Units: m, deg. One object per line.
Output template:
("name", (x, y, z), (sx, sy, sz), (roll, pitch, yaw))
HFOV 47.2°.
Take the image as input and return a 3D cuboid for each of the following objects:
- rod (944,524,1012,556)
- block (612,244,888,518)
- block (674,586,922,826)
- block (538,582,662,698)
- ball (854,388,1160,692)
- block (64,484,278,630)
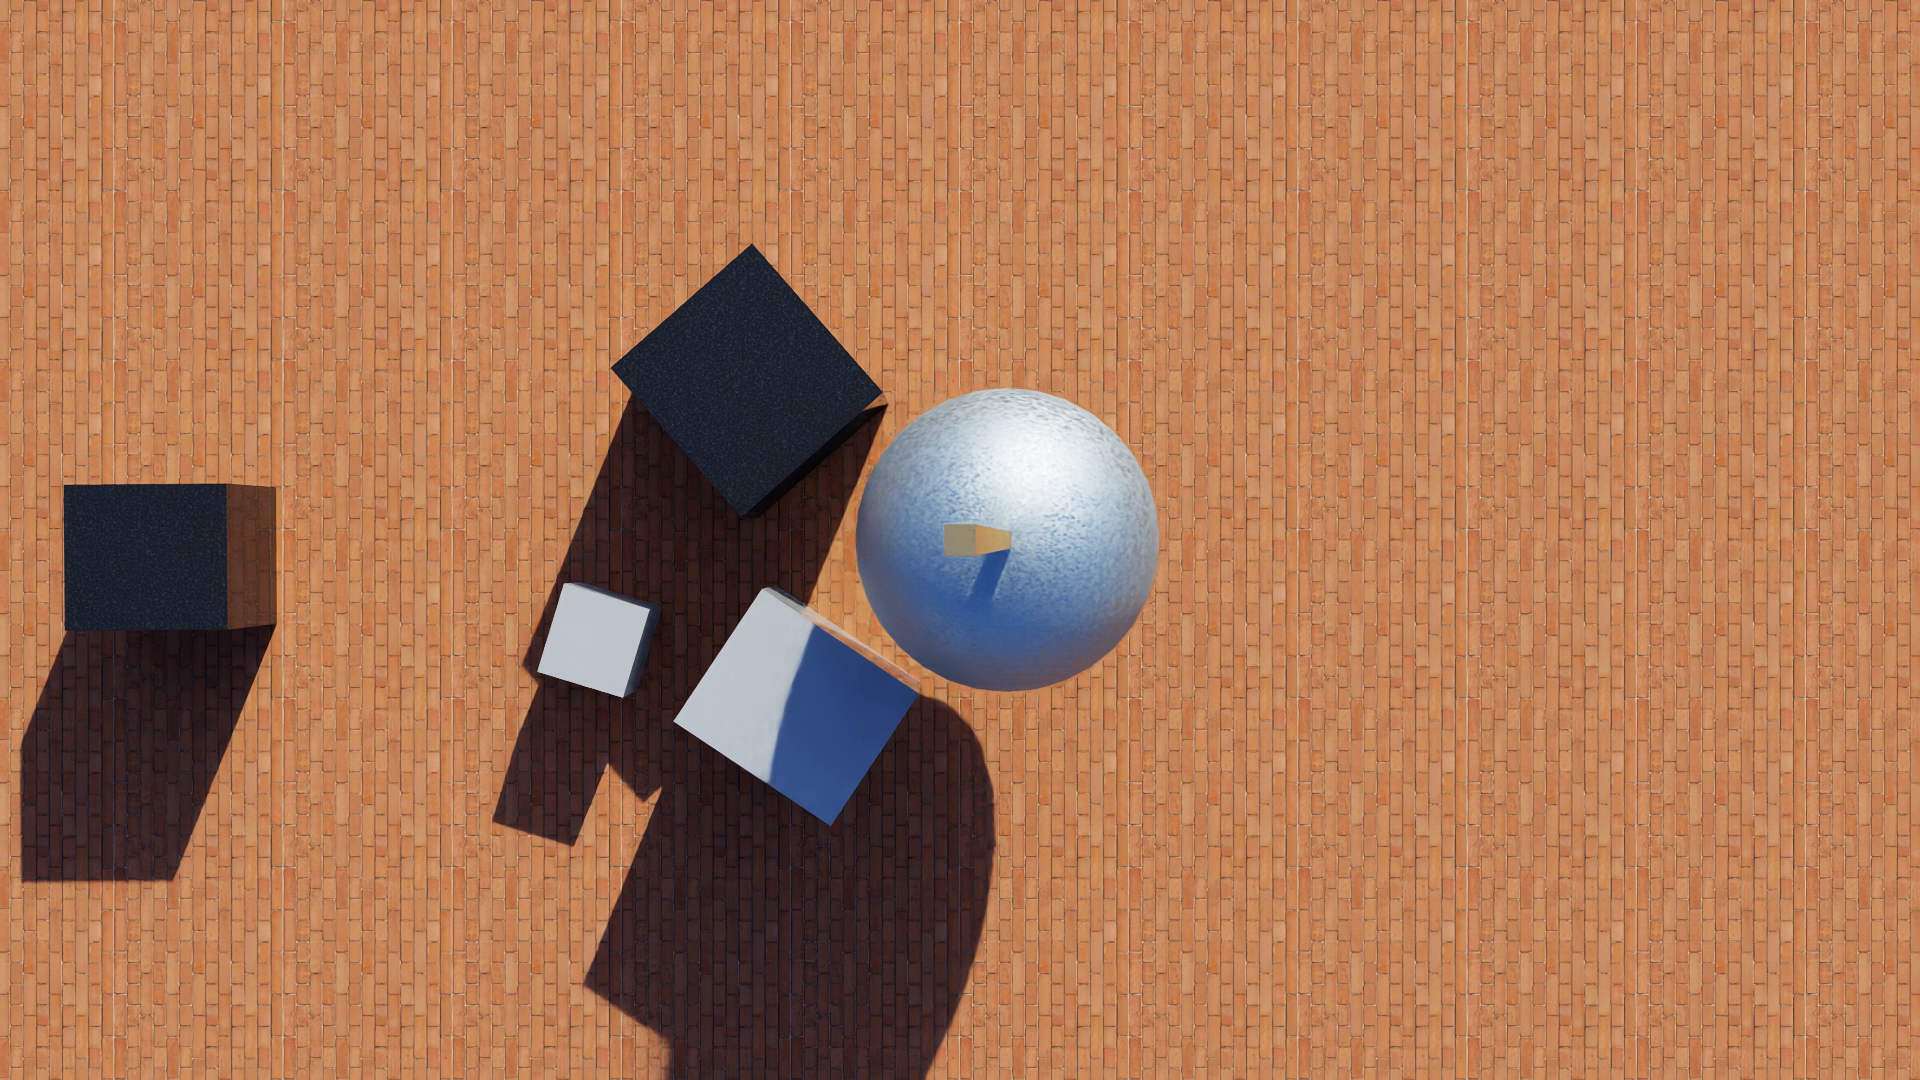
("rod", (0.107, 0.000, 8.158), (0.080, 5.200, 0.080), (0, 90, 2))
("block", (-1.167, -0.875, 12.515), (1.034, 0.970, 1.087), (-41, 90, 0))
("block", (-0.897, 0.918, 12.527), (1.035, 0.945, 0.872), (34, 90, 0))
("block", (-2.078, 0.570, 12.734), (0.507, 0.531, 0.523), (17, 90, 0))
("ball", (0.247, 0.000, 11.555), (1.600, 1.600, 1.600), (0, 90, 0))
("block", (-4.489, 0.094, 12.561), (0.899, 0.879, 0.807), (0, 90, 0))
